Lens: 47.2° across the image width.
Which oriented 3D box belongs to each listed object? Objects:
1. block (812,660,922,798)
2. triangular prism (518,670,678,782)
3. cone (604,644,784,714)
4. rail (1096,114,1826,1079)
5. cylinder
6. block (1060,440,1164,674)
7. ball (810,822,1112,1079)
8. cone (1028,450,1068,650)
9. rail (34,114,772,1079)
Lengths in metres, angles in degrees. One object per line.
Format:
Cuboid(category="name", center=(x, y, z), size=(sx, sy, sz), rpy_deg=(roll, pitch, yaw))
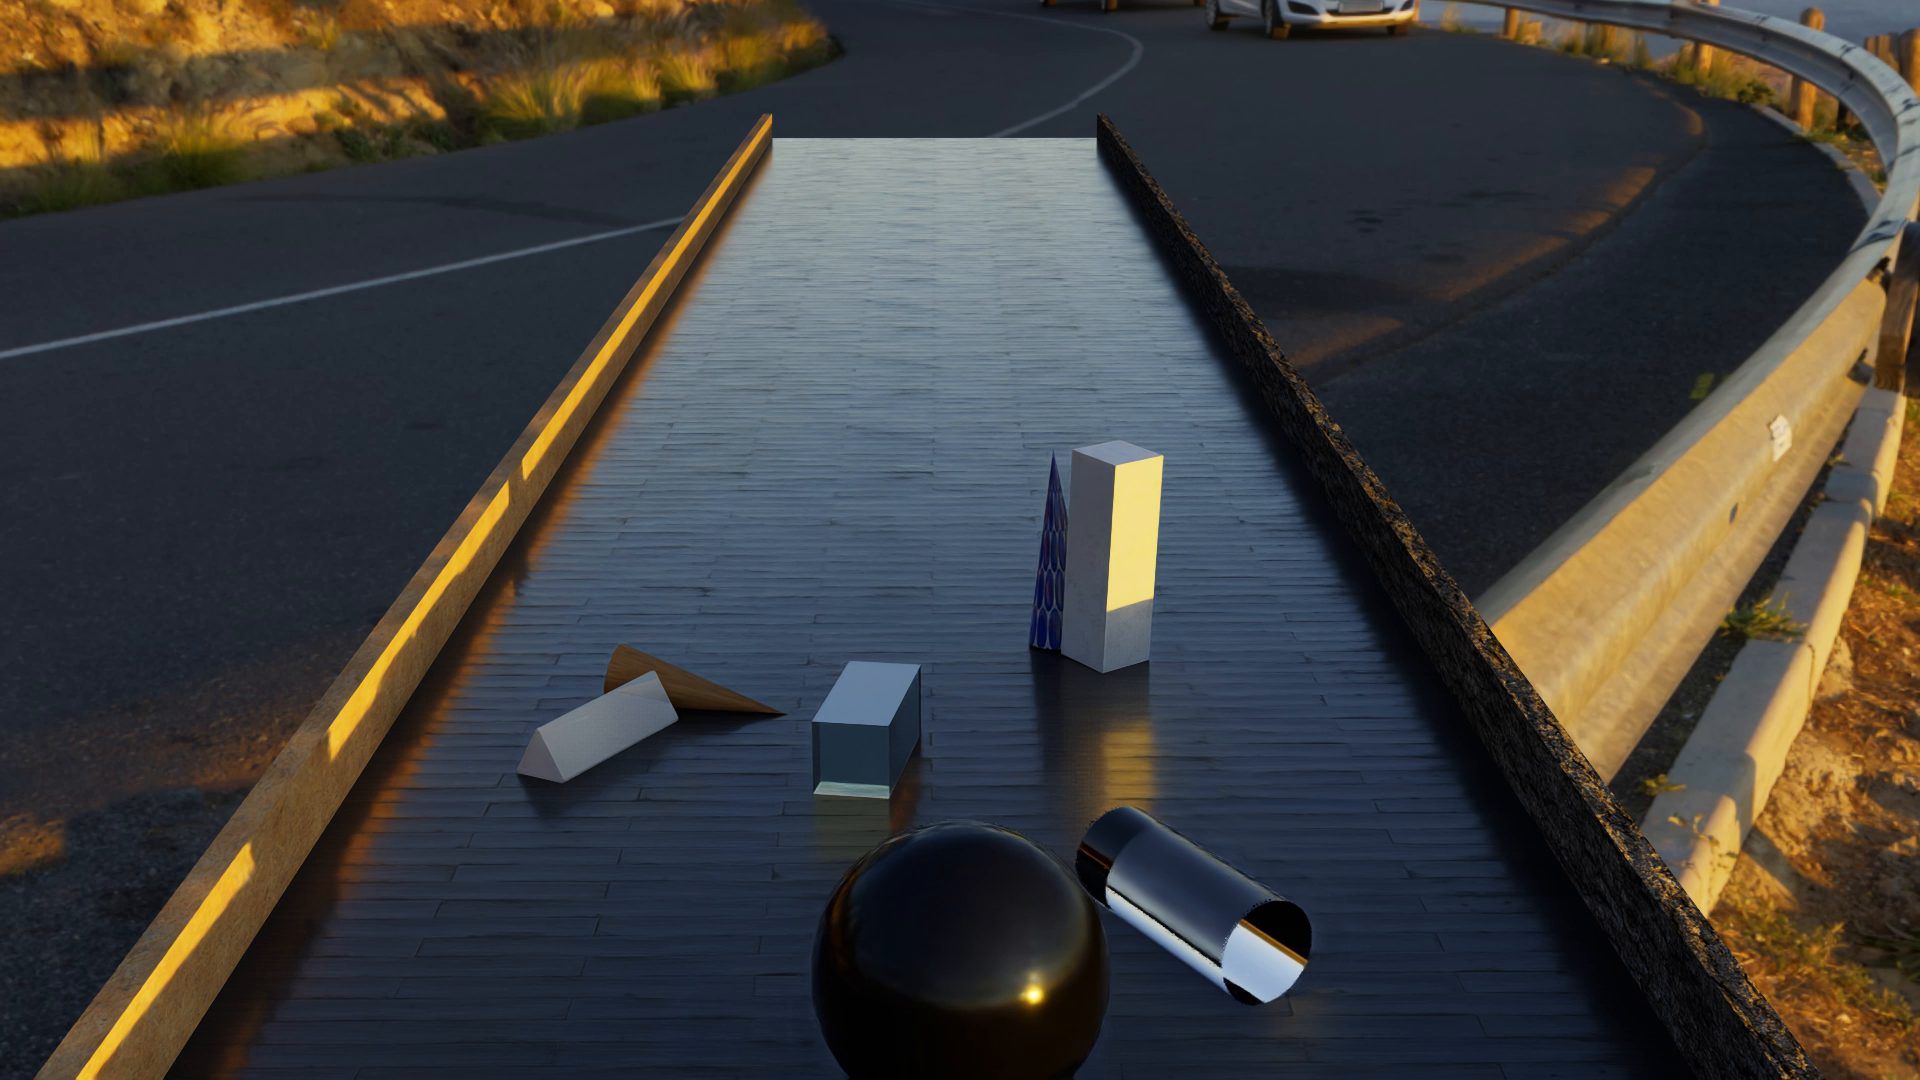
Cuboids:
Cuboid(category="block", center=(-0.161, 0.331, 3.882), size=(0.132, 0.132, 0.308), rpy_deg=(3, 17, 9))
Cuboid(category="triangular prism", center=(-0.651, 0.328, 3.960), size=(0.103, 0.089, 0.339), rpy_deg=(8, 19, 27))
Cuboid(category="cone", center=(-0.489, 0.290, 4.148), size=(0.342, 0.118, 0.118), rpy_deg=(13, 18, 8))
Cuboid(category="rail", center=(0.932, -0.844, 7.801), size=(0.050, 0.150, 12.000), rpy_deg=(0, 17, -1))
Cuboid(category="cylinder", center=(0.333, 0.524, 3.193), size=(0.155, 0.155, 0.371), rpy_deg=(-9, 19, -28))
Cuboid(category="block", center=(0.299, 0.032, 4.354), size=(0.125, 0.429, 0.125), rpy_deg=(-13, 24, -37))
Cuboid(category="ball", center=(0.001, 0.541, 2.748), size=(0.376, 0.376, 0.376), rpy_deg=(0, 17, 0))
Cuboid(category="cone", center=(0.197, 0.011, 4.471), size=(0.133, 0.402, 0.133), rpy_deg=(-3, 14, 1))
Cuboid(category="rail", center=(-1.118, -0.838, 7.780), size=(0.050, 0.150, 12.000), rpy_deg=(0, 17, -1))
